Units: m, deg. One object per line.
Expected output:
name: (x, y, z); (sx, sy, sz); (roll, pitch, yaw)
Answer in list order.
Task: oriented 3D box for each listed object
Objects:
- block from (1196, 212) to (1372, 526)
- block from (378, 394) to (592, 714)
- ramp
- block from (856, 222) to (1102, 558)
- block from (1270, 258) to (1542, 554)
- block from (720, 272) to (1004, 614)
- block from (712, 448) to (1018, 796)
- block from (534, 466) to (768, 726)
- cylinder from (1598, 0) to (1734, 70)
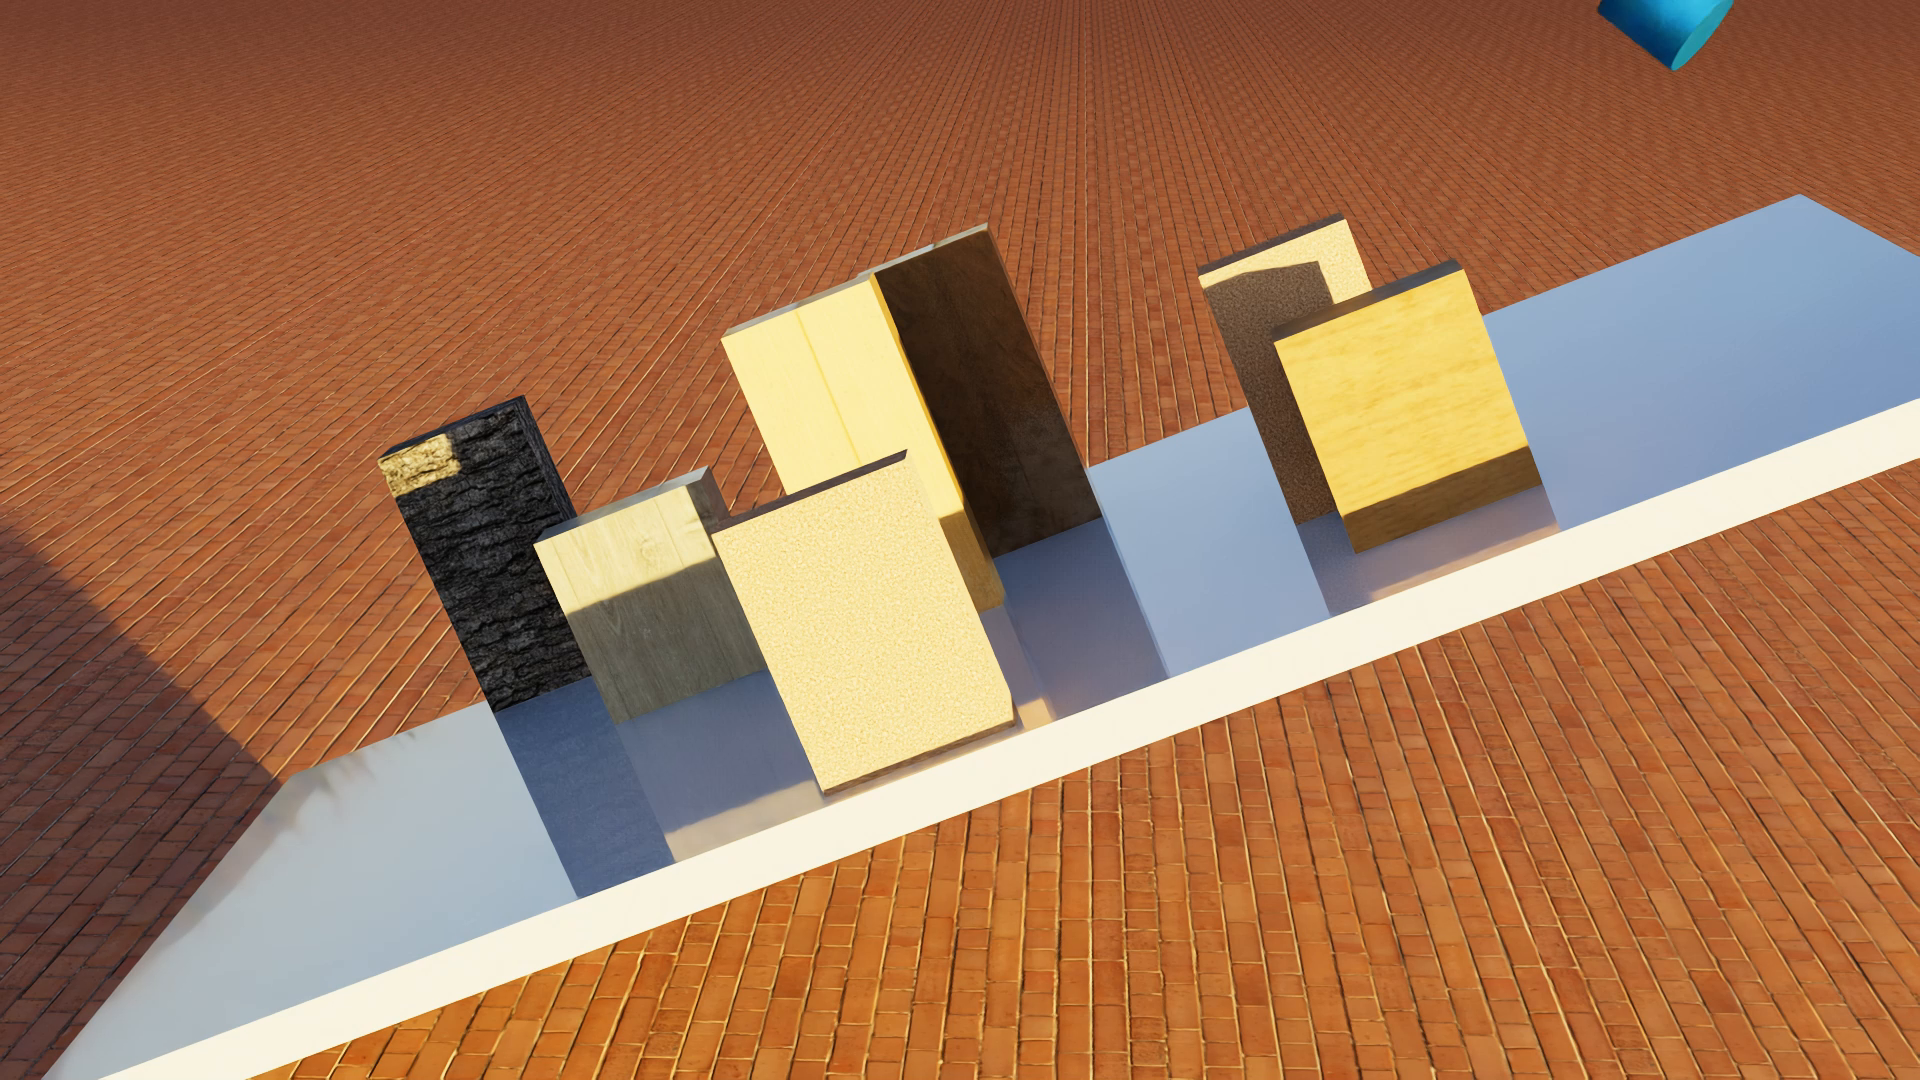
block: (0.719, -0.343, 5.908); (0.309, 0.545, 0.116); (-21, 12, 7)
block: (-1.110, 0.035, 7.227); (0.361, 0.687, 0.148); (-21, 12, 7)
ramp: (0.124, 0.173, 6.290); (4.000, 0.100, 2.000); (-21, 12, 7)
block: (0.047, -0.329, 6.668); (0.316, 0.707, 0.102); (-21, 12, 7)
block: (0.841, -0.253, 5.558); (0.372, 0.436, 0.142); (-21, 12, 7)
block: (-0.202, -0.156, 6.268); (0.336, 0.749, 0.121); (-21, 12, 7)
block: (-0.171, 0.153, 5.384); (0.379, 0.535, 0.099); (-21, 12, 7)
block: (-0.671, 0.124, 6.615); (0.406, 0.451, 0.145); (-21, 12, 7)
cylinder: (1.457, -1.106, 6.069); (0.195, 0.195, 0.195); (42, 29, 15)
